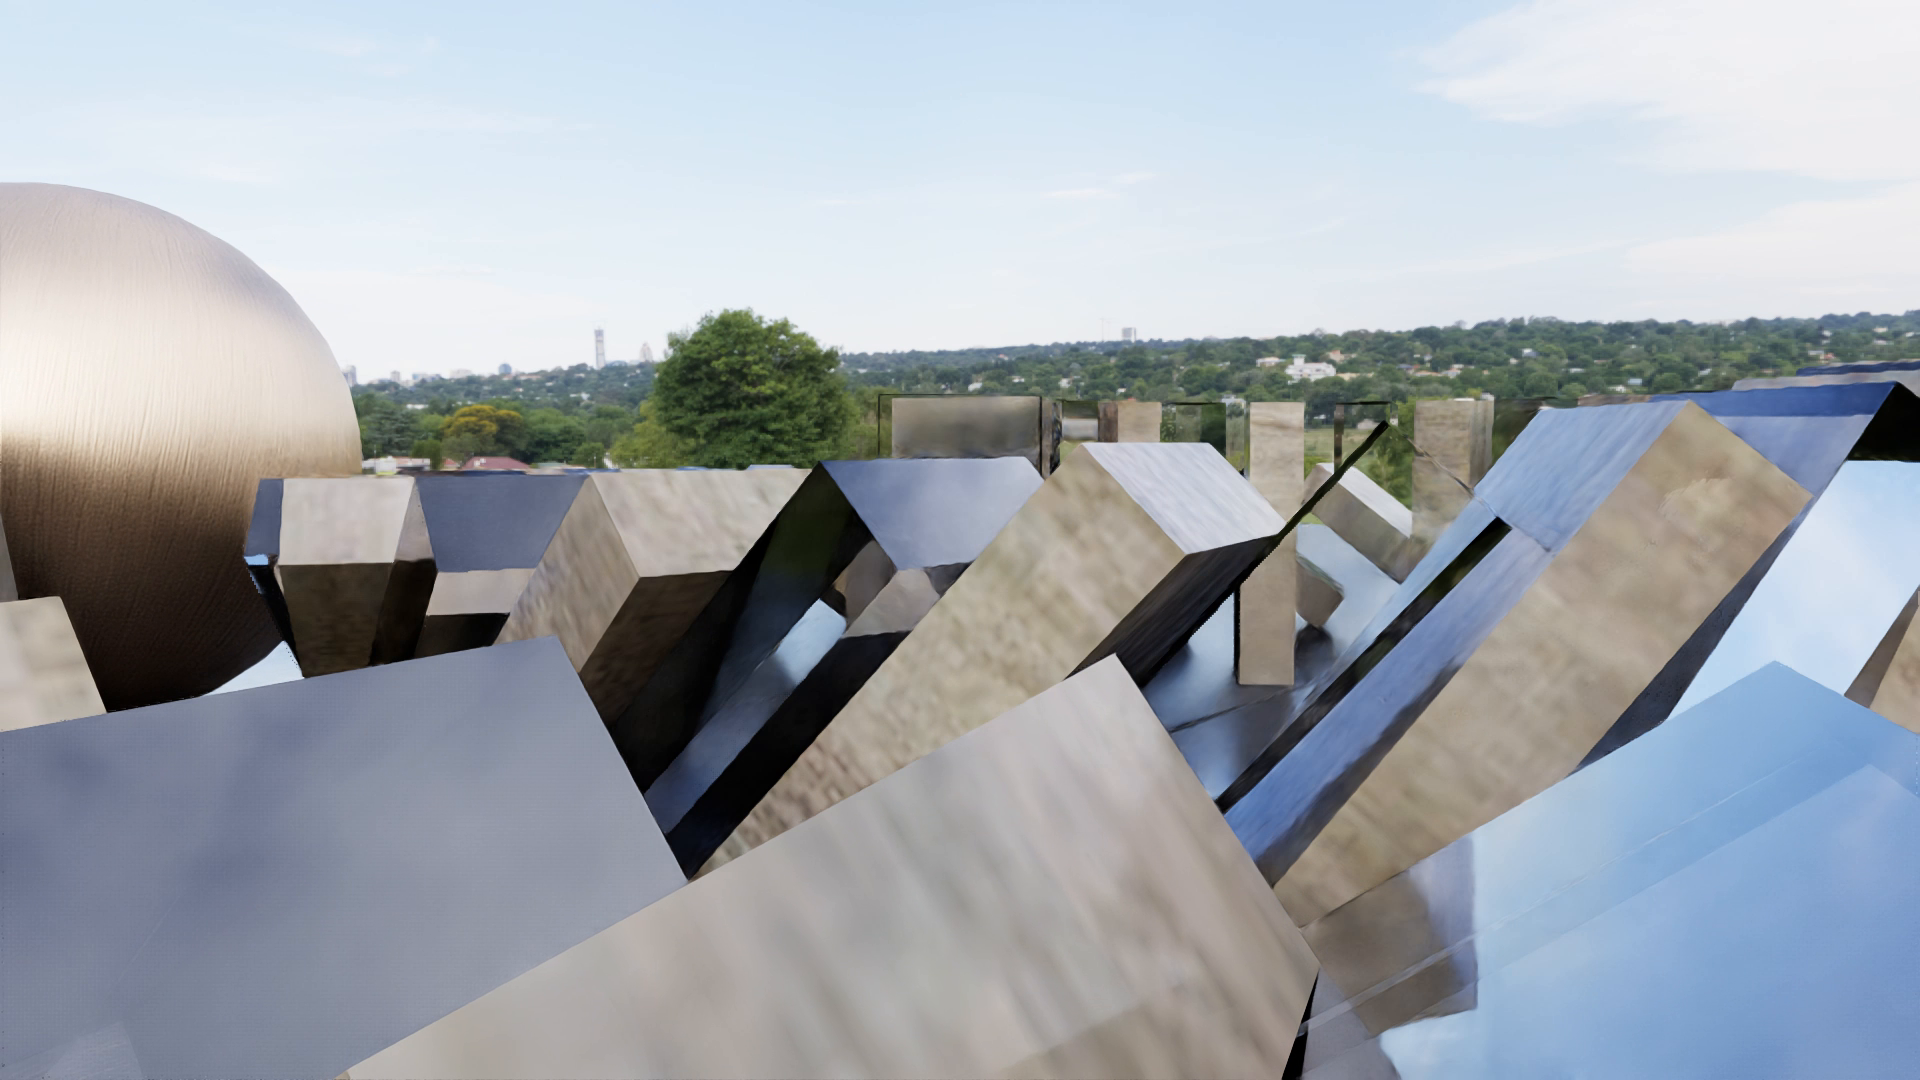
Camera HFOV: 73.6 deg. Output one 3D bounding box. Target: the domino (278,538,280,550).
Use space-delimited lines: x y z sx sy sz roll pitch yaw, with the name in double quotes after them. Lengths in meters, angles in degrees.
-0.067 0.011 0.168 0.025 0.009 0.050 -1 -34 -9 "domino"

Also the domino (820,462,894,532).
-0.013 0.001 0.305 0.050 0.010 0.025 38 -9 -17 "domino"

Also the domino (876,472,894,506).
0.003 0.000 0.312 0.050 0.010 0.025 37 -2 -9 "domino"

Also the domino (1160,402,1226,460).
0.042 -0.001 0.248 0.009 0.050 0.025 -1 4 -7 "domino"

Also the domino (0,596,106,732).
-0.049 0.021 0.042 0.050 0.010 0.025 -39 -16 31 "domino"

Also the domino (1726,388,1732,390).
0.117 0.005 0.171 0.025 0.050 0.010 1 4 7 "domino"

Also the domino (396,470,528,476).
-0.073 0.007 0.220 0.025 0.009 0.050 1 -34 21 "domino"

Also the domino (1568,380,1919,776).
0.050 0.012 0.097 0.009 0.050 0.025 34 0 -7 "domino"

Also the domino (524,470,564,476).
-0.069 0.006 0.238 0.025 0.009 0.050 2 -33 31 "domino"

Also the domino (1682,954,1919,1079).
0.017 0.022 0.024 0.050 0.009 0.025 -36 -3 13 "domino"

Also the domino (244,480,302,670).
-0.063 0.012 0.152 0.025 0.009 0.050 -1 -35 -12 "domino"

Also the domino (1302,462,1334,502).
0.107 0.000 0.309 0.050 0.009 0.025 44 26 25 "domino"

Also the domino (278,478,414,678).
-0.055 0.013 0.136 0.025 0.009 0.050 -2 -35 -21 "domino"

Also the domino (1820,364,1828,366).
0.100 0.007 0.128 0.025 0.050 0.010 4 -7 39 "domino"

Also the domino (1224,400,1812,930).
0.034 0.013 0.094 0.009 0.050 0.025 38 6 1 "domino"

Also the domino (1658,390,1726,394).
0.116 0.003 0.189 0.025 0.050 0.010 -1 4 -11 "domino"

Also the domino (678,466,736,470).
-0.040 0.003 0.281 0.025 0.009 0.050 5 -30 51 "domino"

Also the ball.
-0.133 -0.012 0.191 0.080 0.080 0.080 0 4 0 "ball"

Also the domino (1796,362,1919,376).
0.078 0.010 0.108 0.009 0.050 0.025 24 -6 -23 "domino"

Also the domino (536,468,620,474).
-0.061 0.005 0.253 0.025 0.010 0.050 3 -32 38 "domino"

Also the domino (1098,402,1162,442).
0.026 -0.001 0.242 0.010 0.050 0.025 -2 5 -29 "domino"

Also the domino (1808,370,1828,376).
0.107 0.007 0.141 0.025 0.050 0.009 2 -1 29 "domino"

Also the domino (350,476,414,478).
-0.073 0.008 0.202 0.025 0.009 0.050 1 -33 9 "domino"

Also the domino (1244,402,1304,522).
0.060 -0.001 0.247 0.009 0.050 0.025 1 4 10 "domino"

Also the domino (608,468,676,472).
-0.051 0.004 0.268 0.025 0.010 0.050 4 -31 45 "domino"

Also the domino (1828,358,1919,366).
0.090 0.009 0.117 0.009 0.050 0.025 19 -7 -32 "domino"

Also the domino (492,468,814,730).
-0.029 0.014 0.113 0.025 0.009 0.050 -4 -36 -46 "domino"

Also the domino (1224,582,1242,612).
0.055 0.000 0.319 0.050 0.010 0.025 37 9 4 "domino"

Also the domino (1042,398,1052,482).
0.002 0.001 0.218 0.025 0.050 0.009 1 5 18 "domino"

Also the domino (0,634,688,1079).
-0.033 0.021 0.037 0.050 0.010 0.025 -38 -13 25 "domino"

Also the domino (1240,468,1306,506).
0.090 0.000 0.315 0.050 0.010 0.025 42 20 18 "domino"

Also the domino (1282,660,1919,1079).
0.000 0.022 0.027 0.050 0.009 0.025 -36 -7 17 "domino"

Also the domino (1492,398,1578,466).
0.103 0.001 0.220 0.025 0.050 0.009 -3 5 -33 "domino"

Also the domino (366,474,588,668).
-0.042 0.013 0.123 0.025 0.010 0.050 -3 -36 -36 "domino"

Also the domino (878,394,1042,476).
0.000 0.002 0.201 0.025 0.050 0.009 0 4 0 "domino"

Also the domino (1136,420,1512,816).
0.017 0.014 0.093 0.010 0.050 0.025 44 17 12 "domino"

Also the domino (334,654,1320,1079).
-0.017 0.022 0.031 0.050 0.009 0.025 -37 -10 21 "domino"

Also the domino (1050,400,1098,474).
0.012 0.000 0.232 0.010 0.050 0.025 -4 6 -43 "domino"

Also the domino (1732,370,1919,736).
0.064 0.011 0.102 0.010 0.050 0.025 30 -4 -15 "domino"

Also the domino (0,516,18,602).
-0.118 0.007 0.138 0.025 0.050 0.009 -1 26 -19 "domino"

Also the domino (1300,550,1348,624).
0.072 0.000 0.318 0.050 0.009 0.025 39 13 10 "domino"

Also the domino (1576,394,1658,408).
0.111 0.002 0.205 0.025 0.050 0.009 -2 5 -23 "domino"

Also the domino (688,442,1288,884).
0.001 0.014 0.097 0.009 0.050 0.025 49 24 17 "domino"

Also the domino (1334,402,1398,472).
0.076 -0.001 0.242 0.010 0.050 0.025 2 5 22 "domino"

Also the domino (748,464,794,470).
-0.027 0.002 0.294 0.050 0.009 0.025 40 -15 -26 "domino"

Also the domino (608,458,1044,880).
-0.014 0.014 0.104 0.050 0.010 0.025 -48 -23 28 "domino"

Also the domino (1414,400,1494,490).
0.091 0.000 0.233 0.009 0.050 0.025 4 6 39 "domino"

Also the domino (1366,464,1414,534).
0.122 0.001 0.300 0.025 0.009 0.050 -4 43 -48 "domino"
